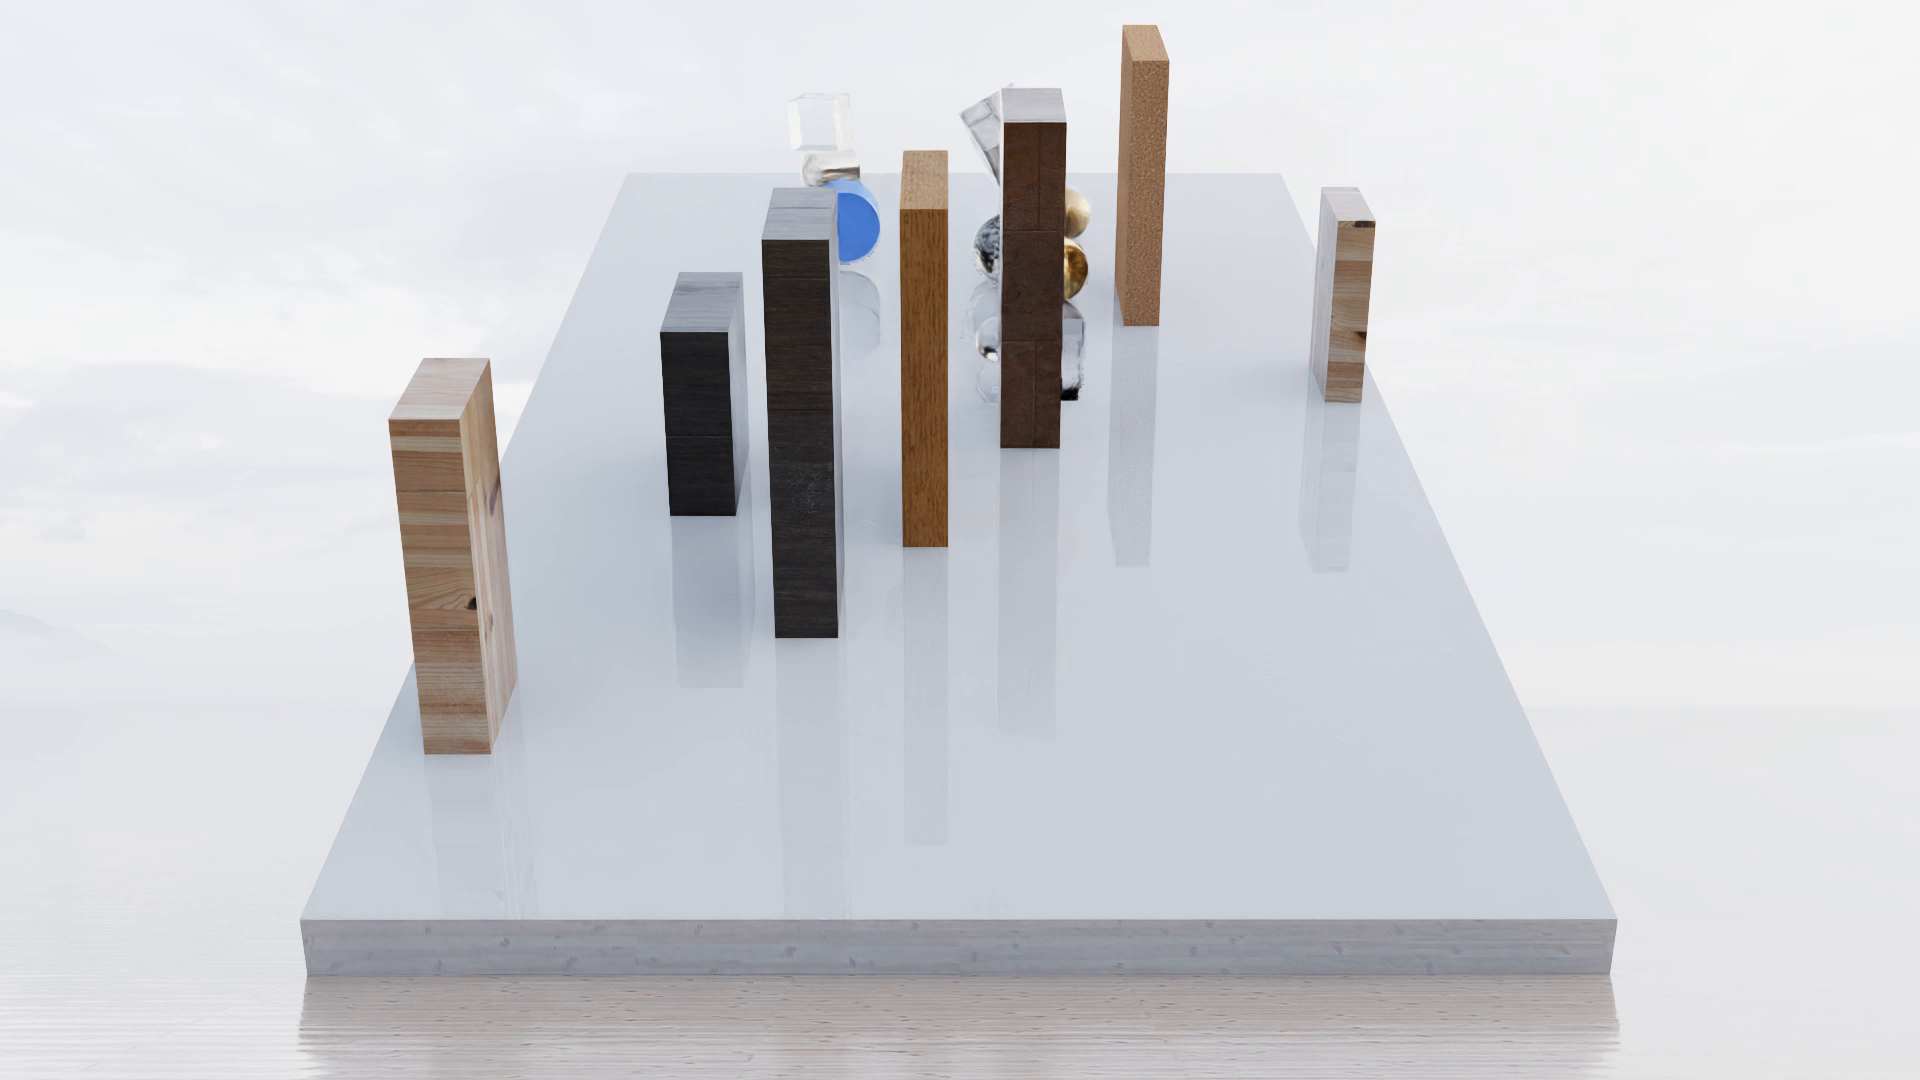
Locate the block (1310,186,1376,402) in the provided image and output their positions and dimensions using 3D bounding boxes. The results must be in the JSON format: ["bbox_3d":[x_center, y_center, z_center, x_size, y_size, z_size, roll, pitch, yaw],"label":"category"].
[{"bbox_3d":[0.894,-0.576,5.493,0.086,0.441,0.264,0,25,0],"label":"block"}]

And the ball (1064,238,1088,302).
[{"bbox_3d":[0.246,-0.702,6.075,0.173,0.173,0.173,0,-4,0],"label":"ball"}]

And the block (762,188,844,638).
[{"bbox_3d":[-0.287,-0.234,4.363,0.118,0.778,0.312,0,25,0],"label":"block"}]

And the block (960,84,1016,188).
[{"bbox_3d":[0.130,-1.126,6.544,0.172,0.172,0.172,-30,-34,0],"label":"block"}]

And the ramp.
[{"bbox_3d":[-0.009,-0.229,5.386,2.000,0.100,4.000,0,25,0],"label":"ramp"}]

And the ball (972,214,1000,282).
[{"bbox_3d":[0.126,-0.769,6.187,0.185,0.185,0.185,0,-4,0],"label":"ball"}]

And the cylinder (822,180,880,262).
[{"bbox_3d":[-0.309,-0.857,6.283,0.187,0.187,0.187,0,19,-3],"label":"cylinder"}]

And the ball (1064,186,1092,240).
[{"bbox_3d":[0.291,-0.911,6.545,0.150,0.150,0.150,0,-4,0],"label":"ball"}]

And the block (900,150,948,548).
[{"bbox_3d":[-0.070,-0.394,4.783,0.092,0.710,0.408,0,25,0],"label":"block"}]

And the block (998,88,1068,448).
[{"bbox_3d":[0.156,-0.600,5.188,0.133,0.740,0.288,0,25,0],"label":"block"}]

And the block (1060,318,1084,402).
[{"bbox_3d":[0.209,-0.427,5.513,0.151,0.151,0.151,3,25,6],"label":"block"}]

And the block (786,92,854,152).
[{"bbox_3d":[-0.399,-1.197,6.708,0.140,0.140,0.140,2,21,17],"label":"block"}]

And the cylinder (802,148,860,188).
[{"bbox_3d":[-0.377,-1.078,6.872,0.127,0.127,0.127,-11,2,-29],"label":"cylinder"}]

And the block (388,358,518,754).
[{"bbox_3d":[-0.856,0.028,3.991,0.113,0.616,0.278,0,25,0],"label":"block"}]

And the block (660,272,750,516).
[{"bbox_3d":[-0.536,-0.314,4.967,0.137,0.407,0.375,0,25,0],"label":"block"}]

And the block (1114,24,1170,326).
[{"bbox_3d":[0.460,-0.931,5.968,0.089,0.678,0.385,0,25,0],"label":"block"}]

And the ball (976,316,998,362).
[{"bbox_3d":[0.093,-0.486,5.684,0.113,0.113,0.113,0,-4,0],"label":"ball"}]
